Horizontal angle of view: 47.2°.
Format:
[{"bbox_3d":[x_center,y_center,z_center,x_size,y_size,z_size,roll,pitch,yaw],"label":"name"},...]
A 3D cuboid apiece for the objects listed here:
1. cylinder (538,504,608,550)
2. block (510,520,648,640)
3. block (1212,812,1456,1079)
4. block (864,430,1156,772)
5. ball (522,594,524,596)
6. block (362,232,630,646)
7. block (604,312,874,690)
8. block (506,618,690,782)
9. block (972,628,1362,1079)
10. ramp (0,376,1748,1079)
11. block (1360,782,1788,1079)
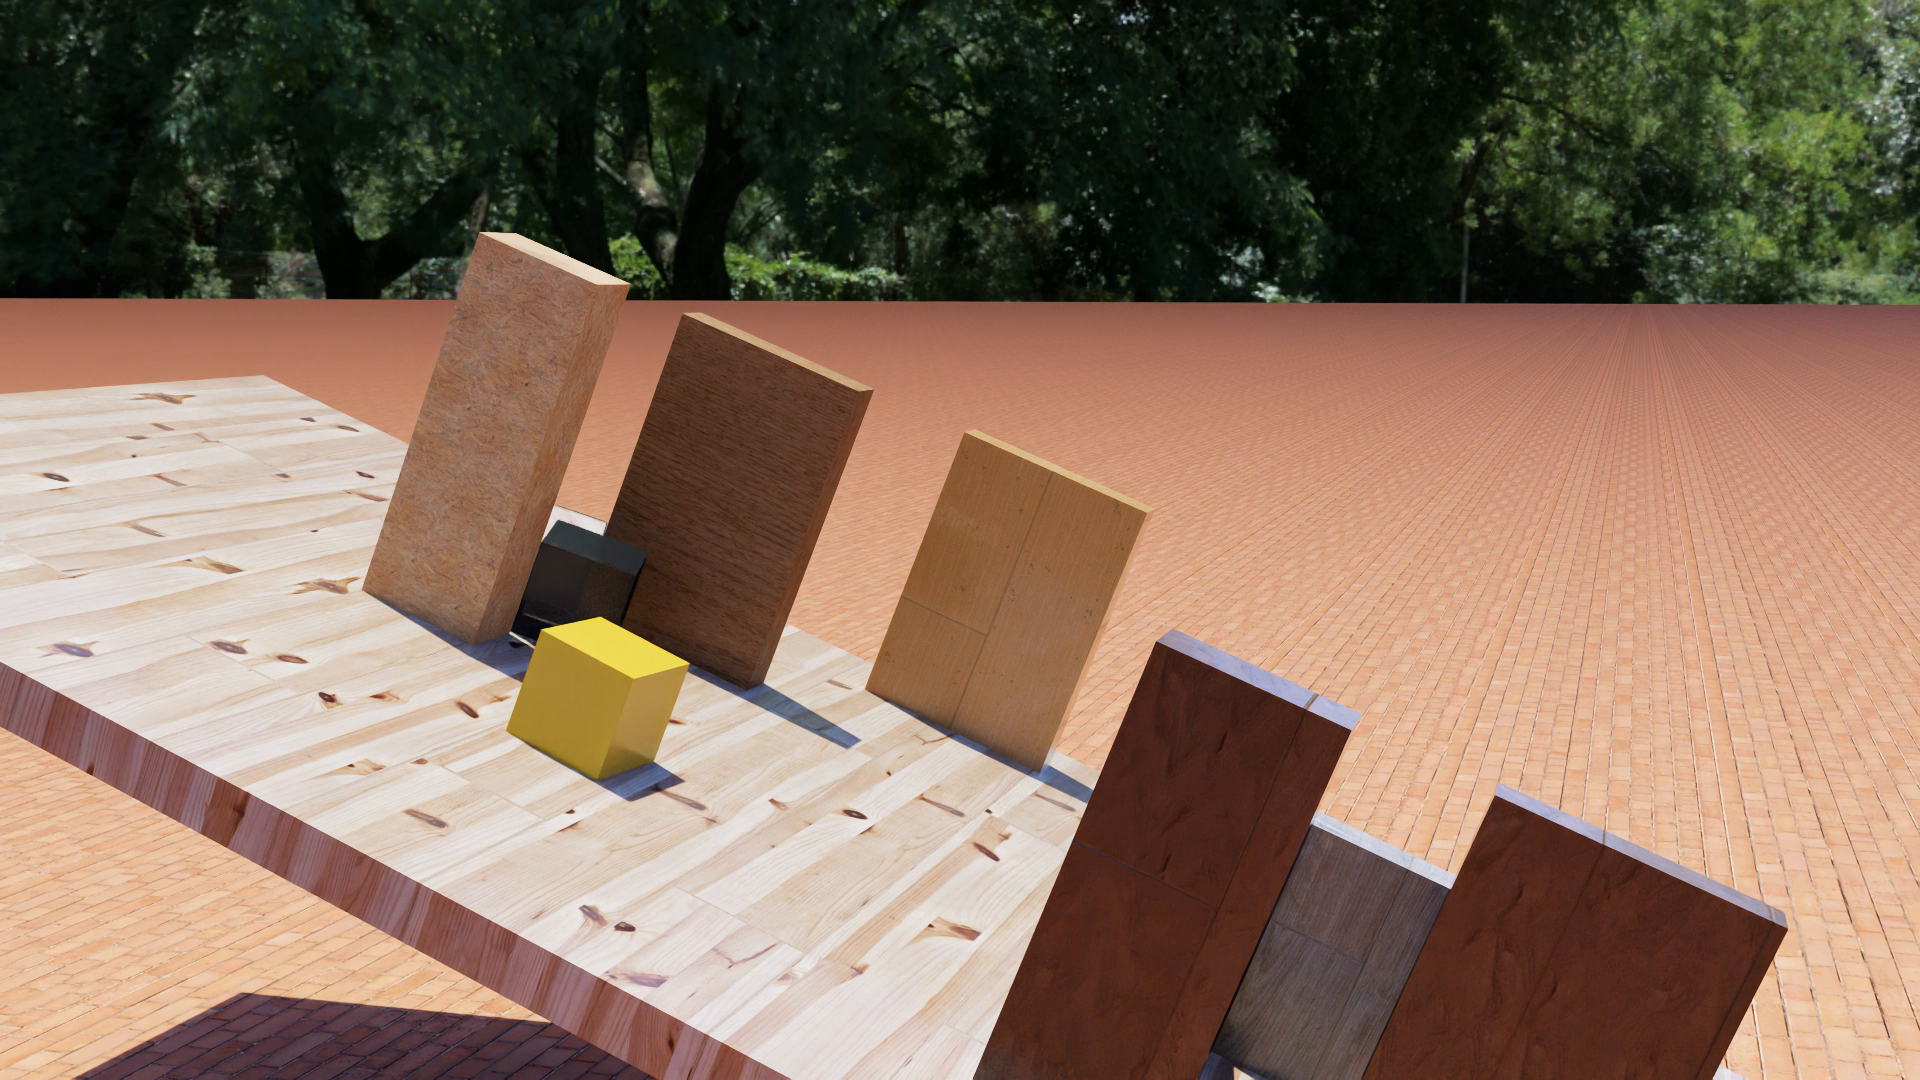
[{"bbox_3d":[-0.887,0.020,4.775,0.190,0.190,0.190,19,4,-10],"label":"cylinder"},{"bbox_3d":[-0.786,0.106,4.559,0.201,0.201,0.201,20,13,-5],"label":"block"},{"bbox_3d":[0.691,0.749,3.743,0.442,0.445,0.090,24,13,13],"label":"block"},{"bbox_3d":[0.106,0.135,4.900,0.444,0.635,0.084,24,13,13],"label":"block"},{"bbox_3d":[-0.956,0.078,4.535,0.141,0.141,0.141,0,7,0],"label":"ball"},{"bbox_3d":[-0.918,-0.200,4.338,0.266,0.759,0.147,24,13,13],"label":"block"},{"bbox_3d":[-0.504,-0.083,4.688,0.423,0.689,0.096,24,13,13],"label":"block"},{"bbox_3d":[-0.659,0.286,4.012,0.204,0.204,0.204,26,13,18],"label":"block"},{"bbox_3d":[0.294,0.543,3.233,0.300,0.761,0.119,24,13,13],"label":"block"},{"bbox_3d":[-0.308,0.547,4.196,4.000,0.100,2.000,24,13,13],"label":"ramp"},{"bbox_3d":[0.860,0.780,3.275,0.441,0.715,0.085,24,13,13],"label":"block"}]
